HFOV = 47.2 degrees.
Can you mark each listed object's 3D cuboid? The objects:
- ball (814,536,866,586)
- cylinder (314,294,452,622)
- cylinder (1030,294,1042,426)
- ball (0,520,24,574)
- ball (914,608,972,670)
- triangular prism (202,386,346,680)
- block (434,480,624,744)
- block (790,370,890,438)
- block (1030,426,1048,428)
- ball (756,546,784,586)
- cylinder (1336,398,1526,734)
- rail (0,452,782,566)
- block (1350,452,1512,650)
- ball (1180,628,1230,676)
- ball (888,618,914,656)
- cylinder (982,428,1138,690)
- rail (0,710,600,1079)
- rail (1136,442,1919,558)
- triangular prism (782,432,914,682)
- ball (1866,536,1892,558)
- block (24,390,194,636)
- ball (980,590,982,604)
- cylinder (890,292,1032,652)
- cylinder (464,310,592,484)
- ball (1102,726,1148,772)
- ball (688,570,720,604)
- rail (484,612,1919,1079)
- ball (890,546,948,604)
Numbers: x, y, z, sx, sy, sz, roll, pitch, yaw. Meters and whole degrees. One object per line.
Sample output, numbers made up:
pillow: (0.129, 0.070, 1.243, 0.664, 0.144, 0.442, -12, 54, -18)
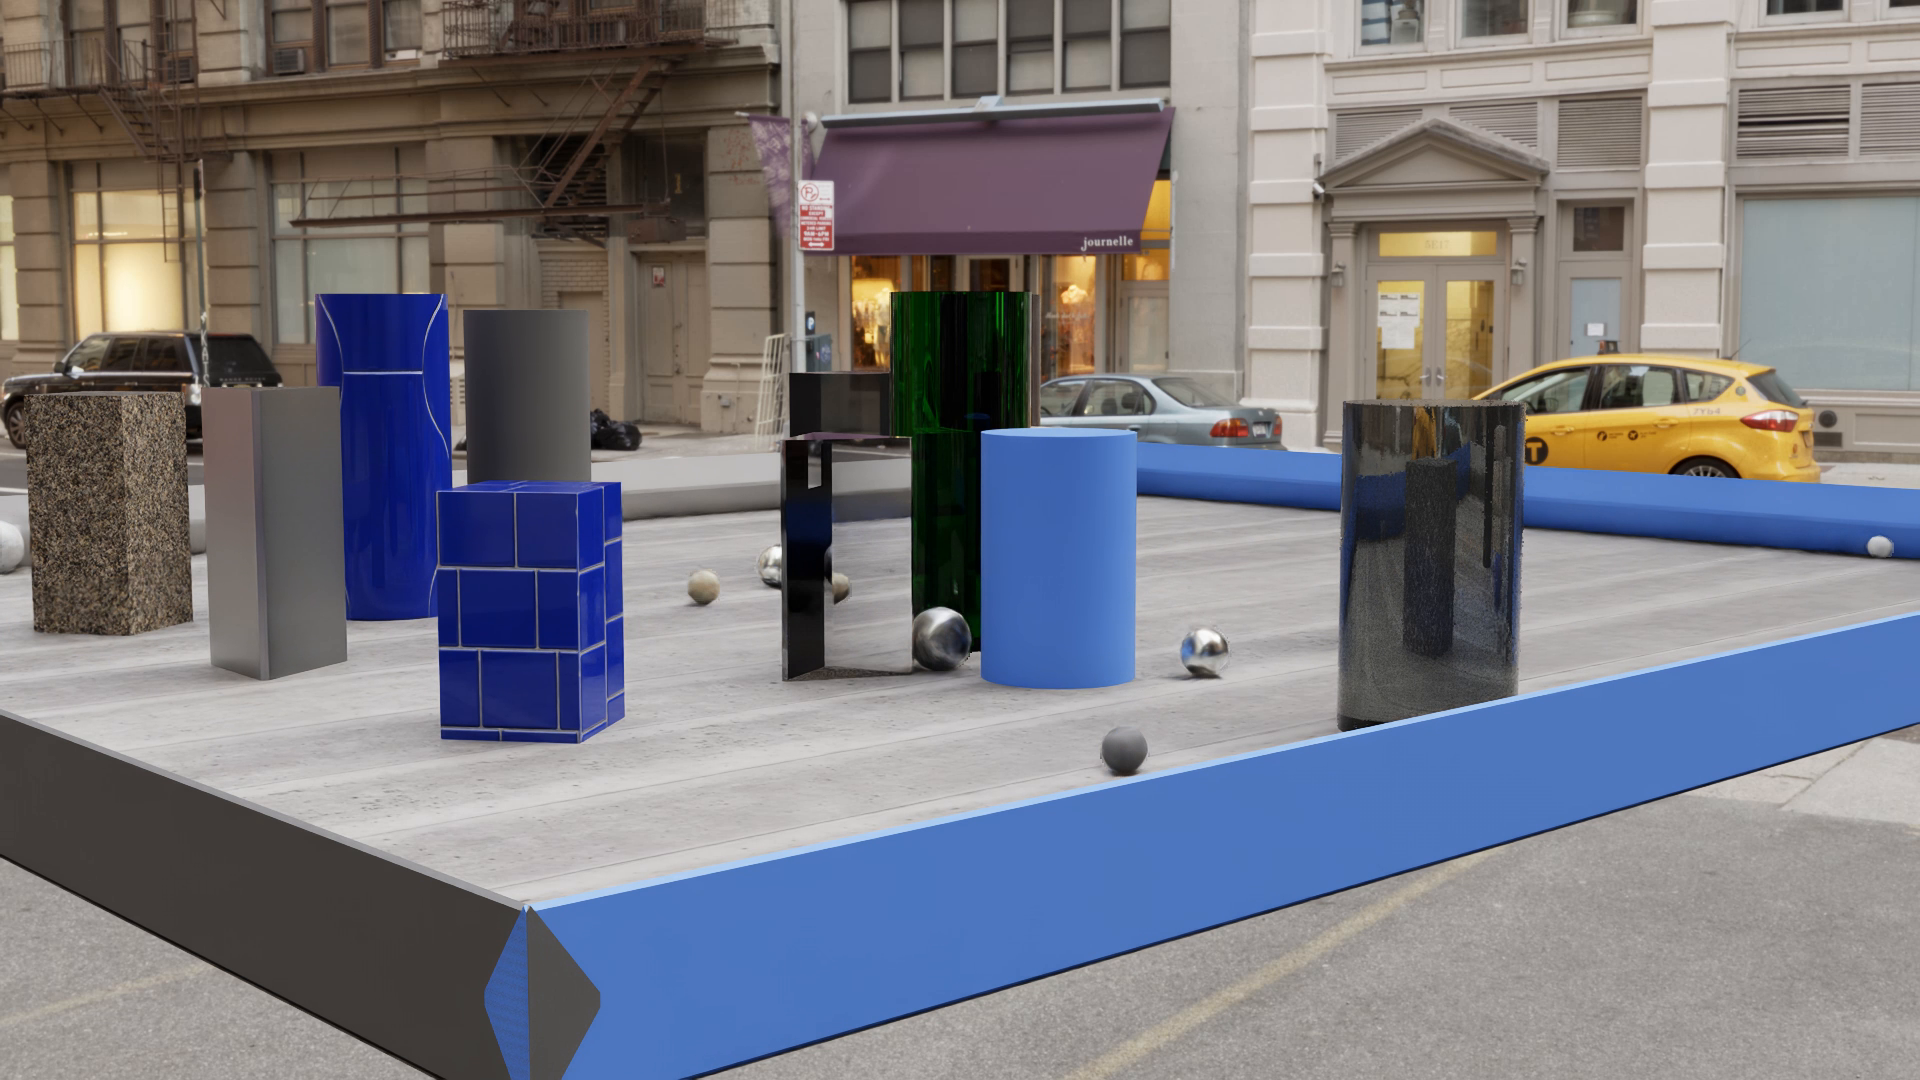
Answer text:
ball: (-0.192, 0.033, 3.511, 0.082, 0.082, 0.082, 0, 6, 0)
cylinder: (-0.834, -0.125, 3.196, 0.187, 0.463, 0.187, 0, 6, 0)
cylinder: (0.048, -0.196, 3.860, 0.187, 0.466, 0.187, 0, 6, 0)
ball: (-1.609, 0.012, 3.662, 0.094, 0.094, 0.094, 0, 6, 0)
ball: (-0.025, 0.121, 2.701, 0.078, 0.078, 0.078, 0, 6, 0)
triangular prism: (-0.829, -0.015, 2.717, 0.140, 0.346, 0.162, -5, 8, -40)
block: (-0.451, 0.072, 2.322, 0.150, 0.257, 0.150, 1, 6, 9)
block: (-0.183, -0.117, 3.734, 0.150, 0.334, 0.150, 4, 7, 34)
block: (0.070, -0.038, 3.339, 0.150, 0.261, 0.150, 4, 8, 36)
ball: (-0.291, 0.042, 3.509, 0.066, 0.066, 0.066, 0, 6, 0)
cylinder: (0.494, 0.028, 2.313, 0.187, 0.345, 0.187, 0, 6, 0)
rail: (-0.950, -0.077, 4.356, 3.265, 0.121, 0.045, -6, 8, -42)
block: (0.627, 0.012, 2.939, 0.150, 0.245, 0.150, -2, 6, -20)
ball: (0.295, 0.136, 2.655, 0.059, 0.059, 0.059, 0, 6, 0)
ball: (-0.067, 0.124, 2.810, 0.049, 0.049, 0.049, 0, 6, 0)
cylinder: (0.118, 0.018, 2.648, 0.187, 0.295, 0.187, 0, 6, 0)
rail: (-1.182, 0.147, 2.247, 0.045, 0.121, 2.850, -6, 8, -42)
rail: (1.182, -0.083, 4.417, 0.045, 0.121, 2.850, -6, 8, -42)
triangular prism: (-0.156, 0.016, 2.701, 0.162, 0.288, 0.140, -2, 6, -19)
ball: (1.633, 0.012, 3.907, 0.041, 0.041, 0.041, 0, 6, 0)
block: (-1.182, -0.041, 3.059, 0.150, 0.325, 0.150, 1, 6, 13)
ball: (0.060, 0.082, 3.139, 0.065, 0.065, 0.065, 0, 6, 0)
cylinder: (0.000, -0.096, 2.916, 0.187, 0.464, 0.187, 0, 6, 0)
cylinder: (-0.659, -0.131, 3.365, 0.187, 0.440, 0.187, 0, 6, 0)
ball: (0.158, 0.201, 2.111, 0.044, 0.044, 0.044, 0, 6, 0)
ball: (-0.385, 0.071, 3.308, 0.050, 0.050, 0.050, 0, 6, 0)
rail: (0.950, 0.140, 2.308, 3.265, 0.121, 0.045, -6, 8, -42)
ball: (-0.063, 0.053, 3.300, 0.087, 0.087, 0.087, 0, 6, 0)
